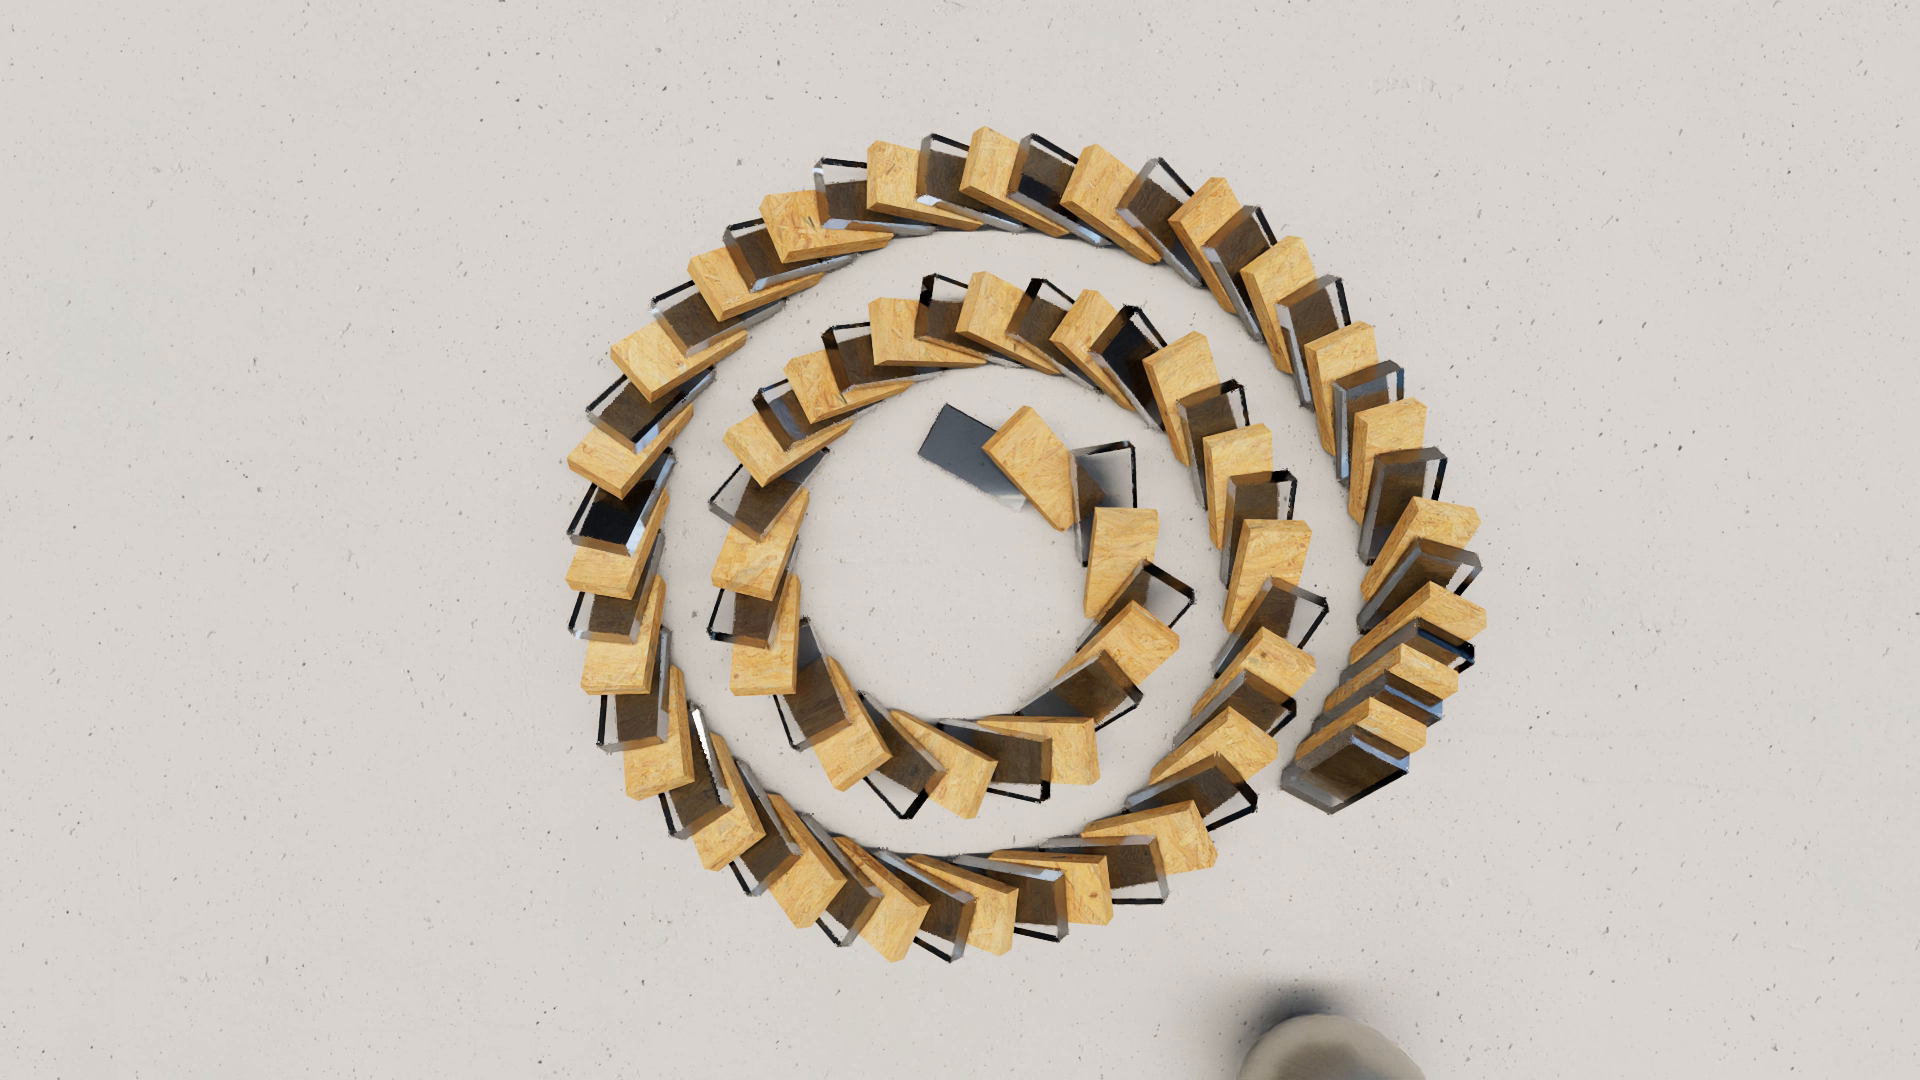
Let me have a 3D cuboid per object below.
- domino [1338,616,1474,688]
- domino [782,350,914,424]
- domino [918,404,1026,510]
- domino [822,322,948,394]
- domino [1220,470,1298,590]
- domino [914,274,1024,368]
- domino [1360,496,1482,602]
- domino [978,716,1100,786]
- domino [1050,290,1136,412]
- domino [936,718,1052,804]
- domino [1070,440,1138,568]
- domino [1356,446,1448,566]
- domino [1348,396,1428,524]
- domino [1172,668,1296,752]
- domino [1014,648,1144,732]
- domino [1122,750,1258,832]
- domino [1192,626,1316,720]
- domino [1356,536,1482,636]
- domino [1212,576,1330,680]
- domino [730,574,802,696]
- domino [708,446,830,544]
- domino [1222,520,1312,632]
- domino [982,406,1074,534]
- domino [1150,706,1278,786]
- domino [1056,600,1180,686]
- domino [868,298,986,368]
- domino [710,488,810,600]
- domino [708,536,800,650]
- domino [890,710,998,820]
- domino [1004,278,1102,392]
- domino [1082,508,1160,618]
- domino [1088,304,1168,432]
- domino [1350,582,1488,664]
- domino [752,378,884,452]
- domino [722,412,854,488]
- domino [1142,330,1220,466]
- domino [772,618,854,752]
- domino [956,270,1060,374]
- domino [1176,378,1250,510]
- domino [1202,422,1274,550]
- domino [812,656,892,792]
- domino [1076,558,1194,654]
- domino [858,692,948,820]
[{"bbox_3d":[0.183,0.053,0.378,0.025,0.050,0.009,27,51,0],"label":"domino"},{"bbox_3d":[-0.046,-0.068,0.381,0.050,0.010,0.025,-26,89,-37],"label":"domino"},{"bbox_3d":[0.010,-0.036,0.395,0.050,0.010,0.025,29,90,0],"label":"domino"},{"bbox_3d":[-0.031,-0.078,0.381,0.050,0.010,0.025,-17,89,-37],"label":"domino"},{"bbox_3d":[0.124,-0.004,0.383,0.025,0.010,0.050,-6,121,-2],"label":"domino"},{"bbox_3d":[0.006,-0.091,0.382,0.050,0.010,0.025,9,89,-35],"label":"domino"},{"bbox_3d":[0.190,0.007,0.380,0.025,0.010,0.050,11,130,0],"label":"domino"},{"bbox_3d":[0.032,0.087,0.382,0.050,0.009,0.025,-6,92,33],"label":"domino"},{"bbox_3d":[0.062,-0.078,0.382,0.050,0.010,0.025,35,89,-34],"label":"domino"},{"bbox_3d":[0.013,0.091,0.382,0.050,0.010,0.025,3,93,32],"label":"domino"},{"bbox_3d":[0.061,-0.015,0.384,0.025,0.010,0.050,-10,115,-7],"label":"domino"},{"bbox_3d":[0.183,-0.013,0.382,0.025,0.009,0.050,-7,125,0],"label":"domino"},{"bbox_3d":[0.177,-0.032,0.381,0.025,0.010,0.050,-16,126,-3],"label":"domino"},{"bbox_3d":[0.113,0.078,0.382,0.025,0.010,0.050,32,124,-1],"label":"domino"},{"bbox_3d":[0.049,0.069,0.382,0.025,0.009,0.050,49,123,0],"label":"domino"},{"bbox_3d":[0.095,0.110,0.382,0.025,0.009,0.050,49,123,-4],"label":"domino"},{"bbox_3d":[0.122,0.063,0.384,0.025,0.009,0.050,31,118,0],"label":"domino"},{"bbox_3d":[0.189,0.023,0.380,0.025,0.009,0.050,16,133,0],"label":"domino"},{"bbox_3d":[0.129,0.041,0.384,0.025,0.010,0.050,23,118,-1],"label":"domino"},{"bbox_3d":[-0.081,0.039,0.384,0.025,0.009,0.050,-2,61,0],"label":"domino"},{"bbox_3d":[-0.079,-0.026,0.384,0.025,0.009,0.050,34,61,0],"label":"domino"},{"bbox_3d":[0.127,0.016,0.383,0.025,0.009,0.050,1,121,-2],"label":"domino"},{"bbox_3d":[0.035,-0.029,0.385,0.025,0.009,0.050,-46,113,-4],"label":"domino"},{"bbox_3d":[0.105,0.093,0.382,0.025,0.010,0.050,36,124,-3],"label":"domino"},{"bbox_3d":[0.065,0.051,0.382,0.025,0.009,0.050,37,120,-5],"label":"domino"},{"bbox_3d":[-0.013,-0.086,0.381,0.050,0.010,0.025,-6,90,-36],"label":"domino"},{"bbox_3d":[-0.083,-0.001,0.383,0.025,0.010,0.050,14,60,1],"label":"domino"},{"bbox_3d":[-0.085,0.019,0.383,0.025,0.010,0.050,9,59,2],"label":"domino"},{"bbox_3d":[-0.011,0.093,0.384,0.050,0.010,0.025,22,90,30],"label":"domino"},{"bbox_3d":[0.045,-0.085,0.383,0.050,0.009,0.025,26,90,-33],"label":"domino"},{"bbox_3d":[0.067,0.010,0.382,0.025,0.009,0.050,2,124,0],"label":"domino"},{"bbox_3d":[0.077,-0.071,0.381,0.025,0.009,0.050,-51,124,-3],"label":"domino"},{"bbox_3d":[0.188,0.040,0.379,0.025,0.050,0.010,27,46,0],"label":"domino"},{"bbox_3d":[-0.058,-0.058,0.381,0.050,0.010,0.025,-33,90,-38],"label":"domino"},{"bbox_3d":[-0.071,-0.045,0.381,0.025,0.009,0.050,49,52,1],"label":"domino"},{"bbox_3d":[0.096,-0.058,0.382,0.025,0.009,0.050,-30,121,-3],"label":"domino"},{"bbox_3d":[-0.066,0.060,0.384,0.025,0.010,0.050,-27,60,0],"label":"domino"},{"bbox_3d":[0.024,-0.090,0.382,0.050,0.009,0.025,17,88,-35],"label":"domino"},{"bbox_3d":[0.109,-0.039,0.383,0.025,0.010,0.050,-21,120,0],"label":"domino"},{"bbox_3d":[0.117,-0.022,0.383,0.025,0.010,0.050,-15,122,-1],"label":"domino"},{"bbox_3d":[-0.052,0.076,0.383,0.025,0.010,0.050,-36,60,1],"label":"domino"},{"bbox_3d":[0.073,0.034,0.383,0.025,0.009,0.050,32,120,-2],"label":"domino"},{"bbox_3d":[-0.031,0.090,0.382,0.050,0.010,0.025,39,94,32],"label":"domino"}]
